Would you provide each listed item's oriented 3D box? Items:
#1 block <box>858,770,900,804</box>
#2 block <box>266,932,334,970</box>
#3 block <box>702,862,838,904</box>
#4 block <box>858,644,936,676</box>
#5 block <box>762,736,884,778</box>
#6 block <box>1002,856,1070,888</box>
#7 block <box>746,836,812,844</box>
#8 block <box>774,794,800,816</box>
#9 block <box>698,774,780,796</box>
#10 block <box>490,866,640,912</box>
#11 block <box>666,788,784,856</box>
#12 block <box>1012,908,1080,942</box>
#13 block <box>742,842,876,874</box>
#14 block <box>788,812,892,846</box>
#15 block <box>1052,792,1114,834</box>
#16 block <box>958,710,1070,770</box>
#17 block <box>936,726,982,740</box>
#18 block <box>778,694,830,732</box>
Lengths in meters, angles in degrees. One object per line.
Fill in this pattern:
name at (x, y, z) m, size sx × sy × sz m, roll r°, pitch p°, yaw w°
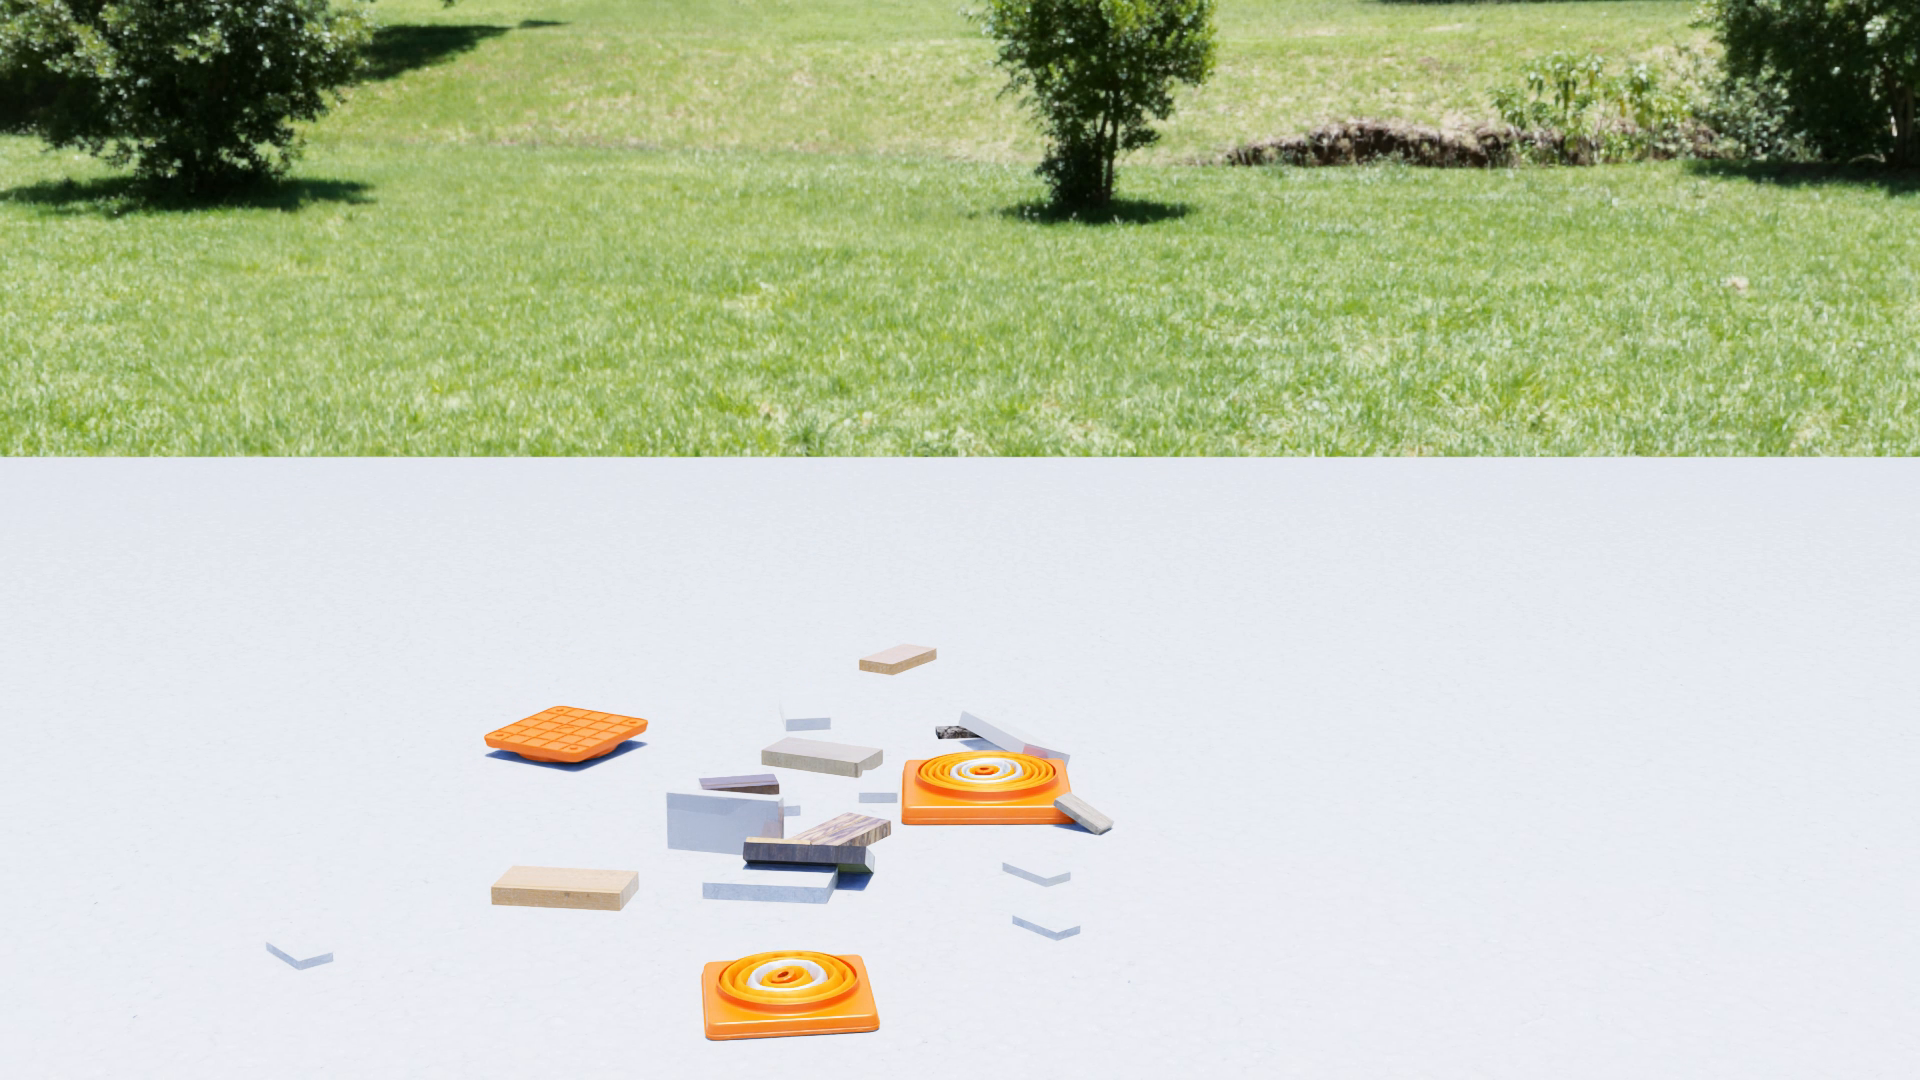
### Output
block at (-0.154, 0.475, 4.233) m, size 0.074 × 0.021 × 0.148 m, roll 0°, pitch 11°, yaw 1°
block at (-1.018, 0.634, 3.389) m, size 0.056 × 0.016 × 0.113 m, roll -9°, pitch 14°, yaw -41°
block at (-0.316, 0.573, 3.678) m, size 0.209 × 0.030 × 0.104 m, roll 1°, pitch 11°, yaw 7°
block at (-0.147, 0.284, 5.242) m, size 0.095 × 0.027 × 0.191 m, roll 7°, pitch 12°, yaw 32°
block at (-0.277, 0.436, 4.415) m, size 0.219 × 0.031 × 0.109 m, roll 5°, pitch 12°, yaw 24°
block at (0.130, 0.566, 3.757) m, size 0.056 × 0.016 × 0.112 m, roll -9°, pitch 14°, yaw -40°
block at (-0.310, 0.538, 3.812) m, size 0.113 × 0.016 × 0.056 m, roll 2°, pitch -33°, yaw 10°
block at (-0.376, 0.499, 4.103) m, size 0.148 × 0.021 × 0.074 m, roll -2°, pitch 11°, yaw -13°
block at (-0.426, 0.474, 4.234) m, size 0.148 × 0.021 × 0.074 m, roll -2°, pitch 11°, yaw -13°
block at (-0.654, 0.578, 3.651) m, size 0.219 × 0.031 × 0.109 m, roll 1°, pitch 11°, yaw 8°
block at (-0.414, 0.498, 3.876) m, size 0.209 × 0.104 × 0.030 m, roll 3°, pitch 11°, yaw 14°
block at (0.137, 0.613, 3.506) m, size 0.052 × 0.015 × 0.104 m, roll -9°, pitch 14°, yaw -40°
block at (-0.256, 0.540, 3.735) m, size 0.209 × 0.030 × 0.104 m, roll 1°, pitch -17°, yaw 7°
block at (-0.215, 0.530, 3.919) m, size 0.095 × 0.027 × 0.191 m, roll 7°, pitch 12°, yaw 31°
block at (0.225, 0.499, 4.012) m, size 0.104 × 0.015 × 0.052 m, roll 32°, pitch 24°, yaw 24°
block at (0.108, 0.406, 4.478) m, size 0.109 × 0.031 × 0.279 m, roll 17°, pitch 1°, yaw -28°
block at (0.003, 0.404, 4.630) m, size 0.103 × 0.015 × 0.052 m, roll -1°, pitch 11°, yaw -8°
block at (-0.337, 0.373, 4.763) m, size 0.095 × 0.027 × 0.201 m, roll -2°, pitch 11°, yaw -9°
